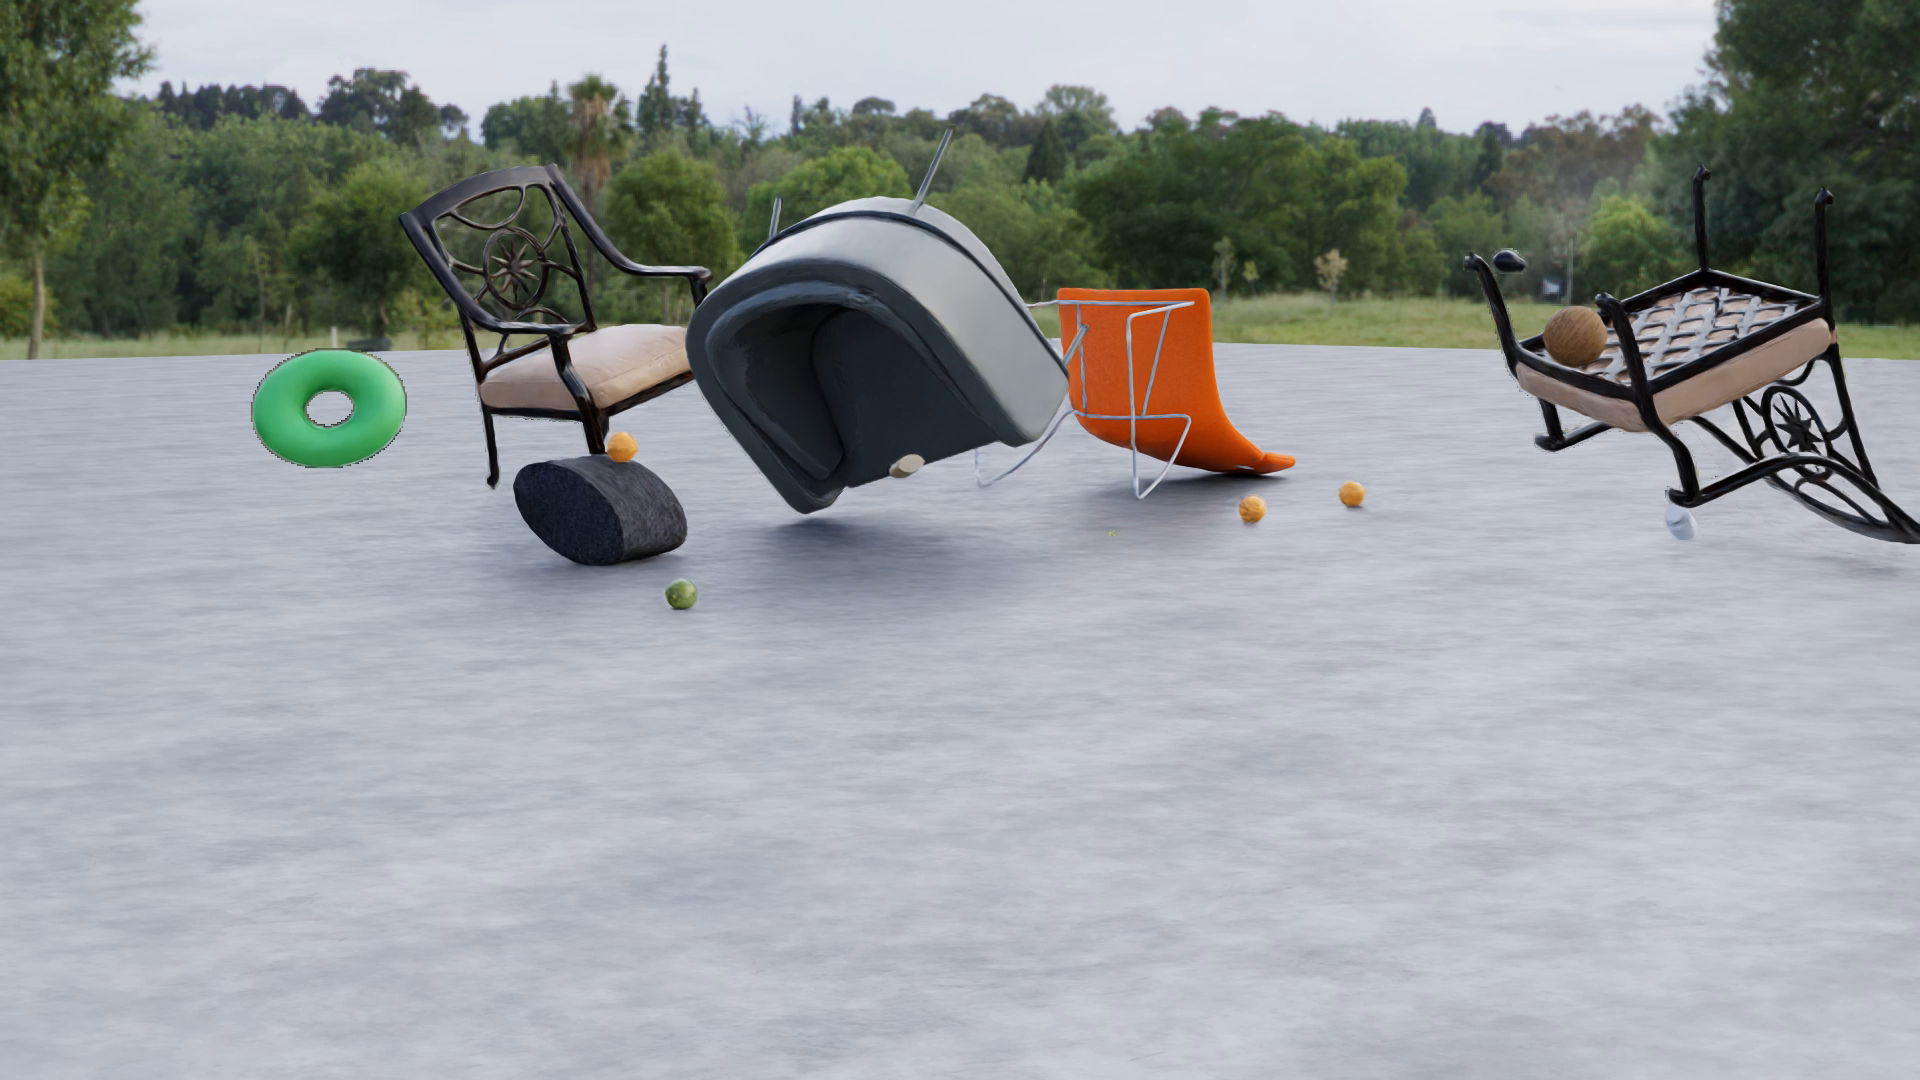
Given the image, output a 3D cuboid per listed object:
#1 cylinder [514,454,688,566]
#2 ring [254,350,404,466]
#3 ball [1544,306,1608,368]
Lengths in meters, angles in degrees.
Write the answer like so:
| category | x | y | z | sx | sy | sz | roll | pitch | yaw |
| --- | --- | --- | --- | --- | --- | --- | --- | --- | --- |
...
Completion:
| category | x | y | z | sx | sy | sz | roll | pitch | yaw |
| --- | --- | --- | --- | --- | --- | --- | --- | --- | --- |
| cylinder | -0.836 | -0.073 | 5.987 | 0.320 | 0.186 | 0.304 | 36 | 17 | 15 |
| ring | -1.190 | -0.249 | 4.843 | 0.282 | 0.220 | 0.109 | -10 | -2 | -9 |
| ball | 1.356 | -0.449 | 5.656 | 0.136 | 0.136 | 0.136 | 0 | 6 | 0 |
